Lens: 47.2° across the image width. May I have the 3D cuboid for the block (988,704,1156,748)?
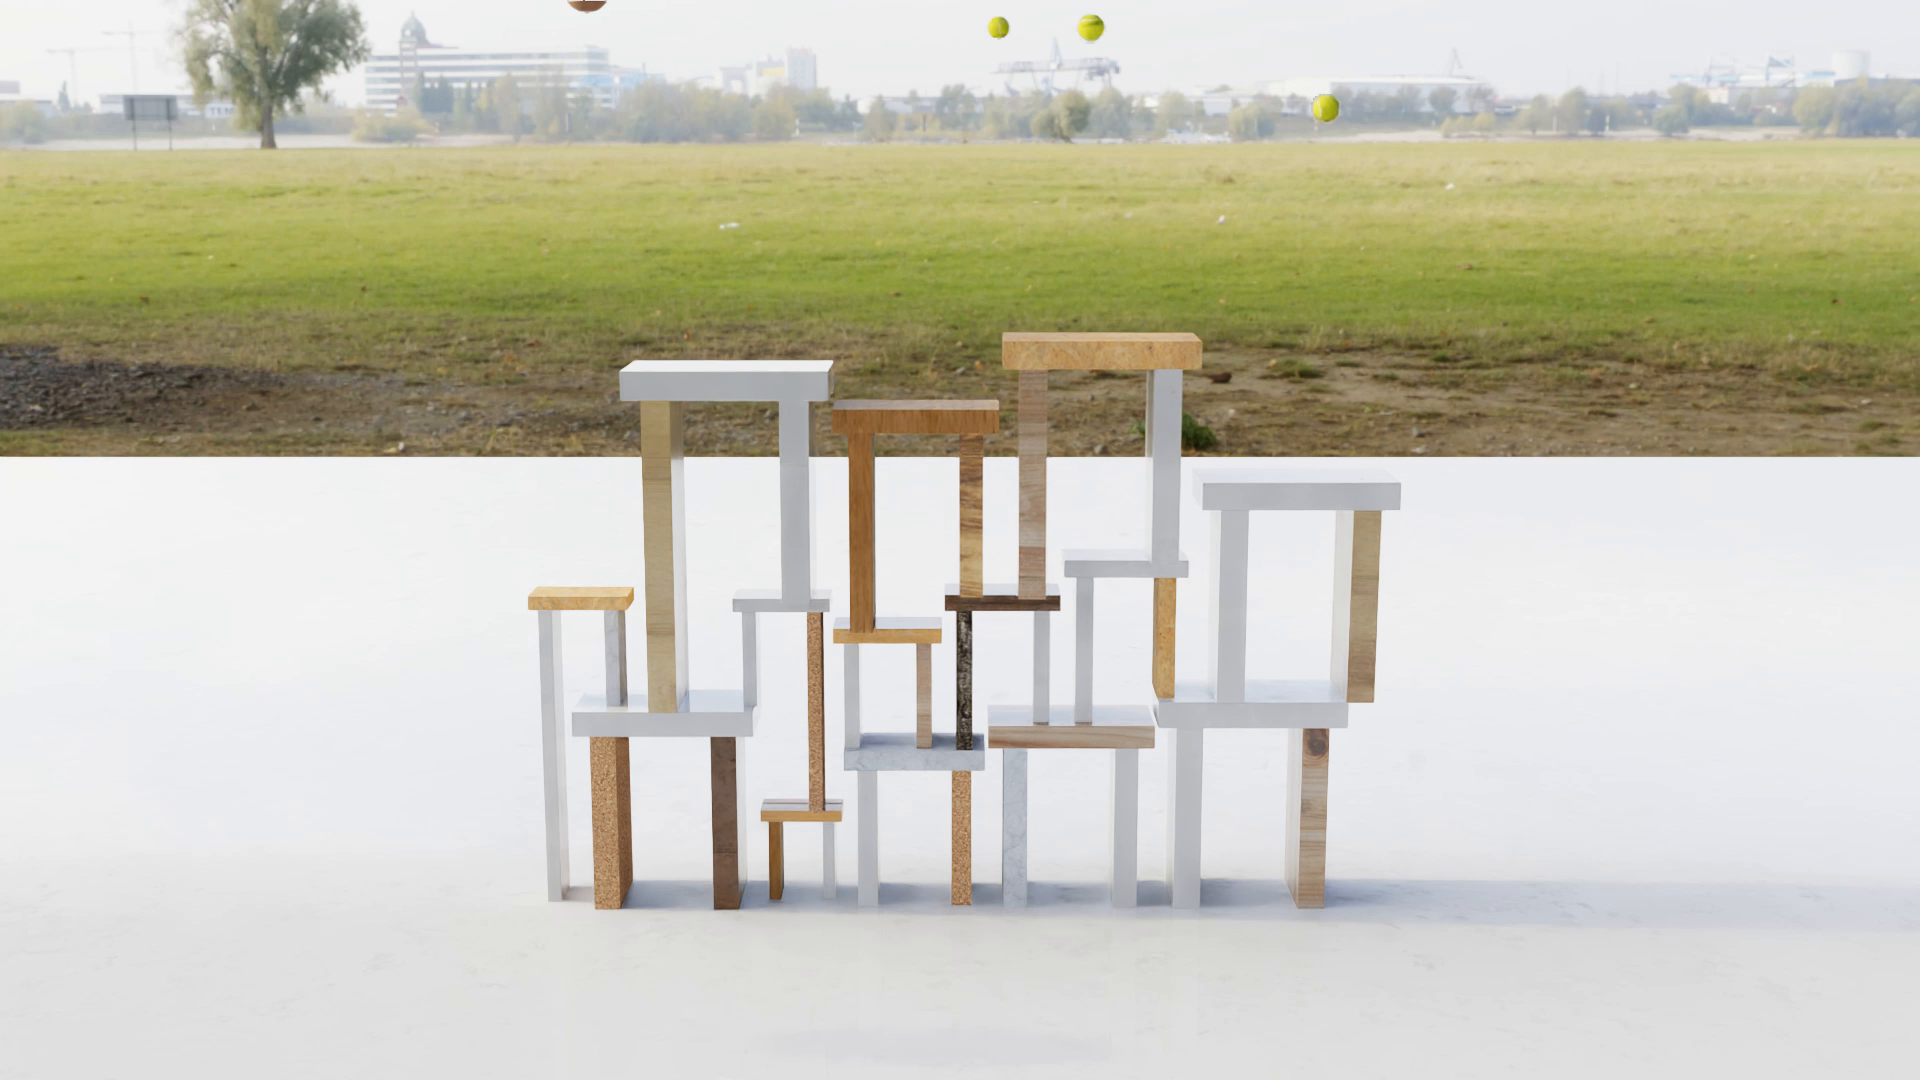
[{"bbox_3d":[0.180,0.306,3.618,0.269,0.038,0.135,0,11,0],"label":"block"}]

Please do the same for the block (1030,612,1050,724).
[{"bbox_3d":[0.131,0.197,3.592,0.026,0.186,0.093,0,10,0],"label":"block"}]

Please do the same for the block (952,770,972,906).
[{"bbox_3d":[0.002,0.477,3.649,0.033,0.230,0.115,0,11,0],"label":"block"}]

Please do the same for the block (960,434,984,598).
[{"bbox_3d":[0.018,-0.050,3.544,0.037,0.264,0.132,0,10,0],"label":"block"}]

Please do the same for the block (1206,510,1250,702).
[{"bbox_3d":[0.434,0.093,3.579,0.044,0.313,0.157,0,11,0],"label":"block"}]

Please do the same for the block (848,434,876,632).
[{"bbox_3d":[-0.158,-0.022,3.551,0.037,0.321,0.132,0,11,0],"label":"block"}]

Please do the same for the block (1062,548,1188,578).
[{"bbox_3d":[0.267,0.038,3.569,0.199,0.028,0.099,0,10,0],"label":"block"}]

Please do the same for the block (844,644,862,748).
[{"bbox_3d":[-0.175,0.246,3.608,0.025,0.176,0.088,0,11,0],"label":"block"}]

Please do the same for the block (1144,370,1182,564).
[{"bbox_3d":[0.326,-0.127,3.533,0.044,0.310,0.155,0,10,0],"label":"block"}]

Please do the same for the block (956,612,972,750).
[{"bbox_3d":[0.007,0.219,3.597,0.026,0.232,0.093,0,10,0],"label":"block"}]

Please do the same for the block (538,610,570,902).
[{"bbox_3d":[-0.669,0.348,3.625,0.023,0.492,0.080,0,11,0],"label":"block"}]

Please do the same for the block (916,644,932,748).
[{"bbox_3d":[-0.058,0.246,3.608,0.025,0.175,0.088,0,11,0],"label":"block"}]

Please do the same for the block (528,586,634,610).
[{"bbox_3d":[-0.616,0.095,3.578,0.159,0.023,0.080,0,11,0],"label":"block"}]

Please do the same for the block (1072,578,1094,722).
[{"bbox_3d":[0.200,0.169,3.594,0.028,0.240,0.099,0,11,0],"label":"block"}]

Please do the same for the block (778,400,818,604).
[{"bbox_3d":[-0.260,-0.073,3.545,0.046,0.325,0.162,0,10,0],"label":"block"}]

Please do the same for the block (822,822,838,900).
[{"bbox_3d":[-0.216,0.523,3.662,0.019,0.134,0.067,0,11,0],"label":"block"}]

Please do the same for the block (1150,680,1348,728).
[{"bbox_3d":[0.472,0.268,3.613,0.305,0.043,0.153,0,11,0],"label":"block"}]

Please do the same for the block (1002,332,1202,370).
[{"bbox_3d":[0.223,-0.301,3.502,0.310,0.044,0.155,0,10,1],"label":"block"}]

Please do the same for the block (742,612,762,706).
[{"bbox_3d":[-0.340,0.186,3.592,0.022,0.157,0.078,0,11,0],"label":"block"}]

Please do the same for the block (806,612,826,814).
[{"bbox_3d":[-0.236,0.275,3.607,0.022,0.336,0.078,0,10,0],"label":"block"}]

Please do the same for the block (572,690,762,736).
[{"bbox_3d":[-0.479,0.284,3.609,0.292,0.041,0.146,0,11,0],"label":"block"}]

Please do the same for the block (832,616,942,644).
[{"bbox_3d":[-0.117,0.147,3.590,0.175,0.025,0.088,0,11,0],"label":"block"}]

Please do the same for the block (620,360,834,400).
[{"bbox_3d":[-0.368,-0.255,3.511,0.325,0.046,0.162,0,11,0],"label":"block"}]

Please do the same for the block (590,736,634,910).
[{"bbox_3d":[-0.576,0.447,3.639,0.041,0.292,0.146,0,11,0],"label":"block"}]

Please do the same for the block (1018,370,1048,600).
[{"bbox_3d":[0.117,-0.099,3.533,0.044,0.365,0.155,0,10,2],"label":"block"}]

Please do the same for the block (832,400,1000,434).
[{"bbox_3d":[-0.070,-0.198,3.517,0.264,0.037,0.132,0,10,0],"label":"block"}]

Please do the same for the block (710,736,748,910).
[{"bbox_3d":[-0.382,0.447,3.639,0.041,0.292,0.146,0,11,0],"label":"block"}]

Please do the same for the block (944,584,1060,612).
[{"bbox_3d":[0.068,0.093,3.571,0.186,0.026,0.093,0,10,0],"label":"block"}]

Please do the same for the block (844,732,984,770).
[{"bbox_3d":[-0.074,0.348,3.625,0.230,0.033,0.115,0,11,0],"label":"block"}]

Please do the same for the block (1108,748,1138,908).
[{"bbox_3d":[0.270,0.457,3.646,0.038,0.269,0.135,0,11,0],"label":"block"}]

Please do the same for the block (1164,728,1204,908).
[{"bbox_3d":[0.370,0.439,3.644,0.043,0.305,0.153,0,11,0],"label":"block"}]

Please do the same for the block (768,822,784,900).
[{"bbox_3d":[-0.306,0.523,3.662,0.019,0.134,0.067,0,11,0],"label":"block"}]

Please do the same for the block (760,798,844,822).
[{"bbox_3d":[-0.261,0.448,3.648,0.134,0.019,0.067,0,10,0],"label":"block"}]

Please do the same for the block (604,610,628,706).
[{"bbox_3d":[-0.563,0.184,3.595,0.023,0.159,0.080,0,11,0],"label":"block"}]

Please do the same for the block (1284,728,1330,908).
[{"bbox_3d":[0.574,0.439,3.644,0.043,0.305,0.153,0,11,0],"label":"block"}]

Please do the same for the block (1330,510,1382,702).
[{"bbox_3d":[0.643,0.093,3.579,0.044,0.313,0.157,0,11,-1],"label":"block"}]

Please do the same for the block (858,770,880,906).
[{"bbox_3d":[-0.151,0.477,3.649,0.033,0.230,0.115,0,11,0],"label":"block"}]

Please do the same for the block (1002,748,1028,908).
[{"bbox_3d":[0.090,0.458,3.645,0.038,0.269,0.135,0,11,0],"label":"block"}]

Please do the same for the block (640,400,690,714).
[{"bbox_3d":[-0.477,0.015,3.562,0.046,0.504,0.162,0,11,0],"label":"block"}]

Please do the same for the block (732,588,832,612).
[{"bbox_3d":[-0.288,0.098,3.575,0.157,0.022,0.078,0,10,0],"label":"block"}]

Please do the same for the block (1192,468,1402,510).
[{"bbox_3d":[0.539,-0.083,3.547,0.313,0.044,0.157,0,11,0],"label":"block"}]

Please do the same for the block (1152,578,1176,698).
[{"bbox_3d":[0.333,0.149,3.590,0.028,0.199,0.099,0,10,0],"label":"block"}]
